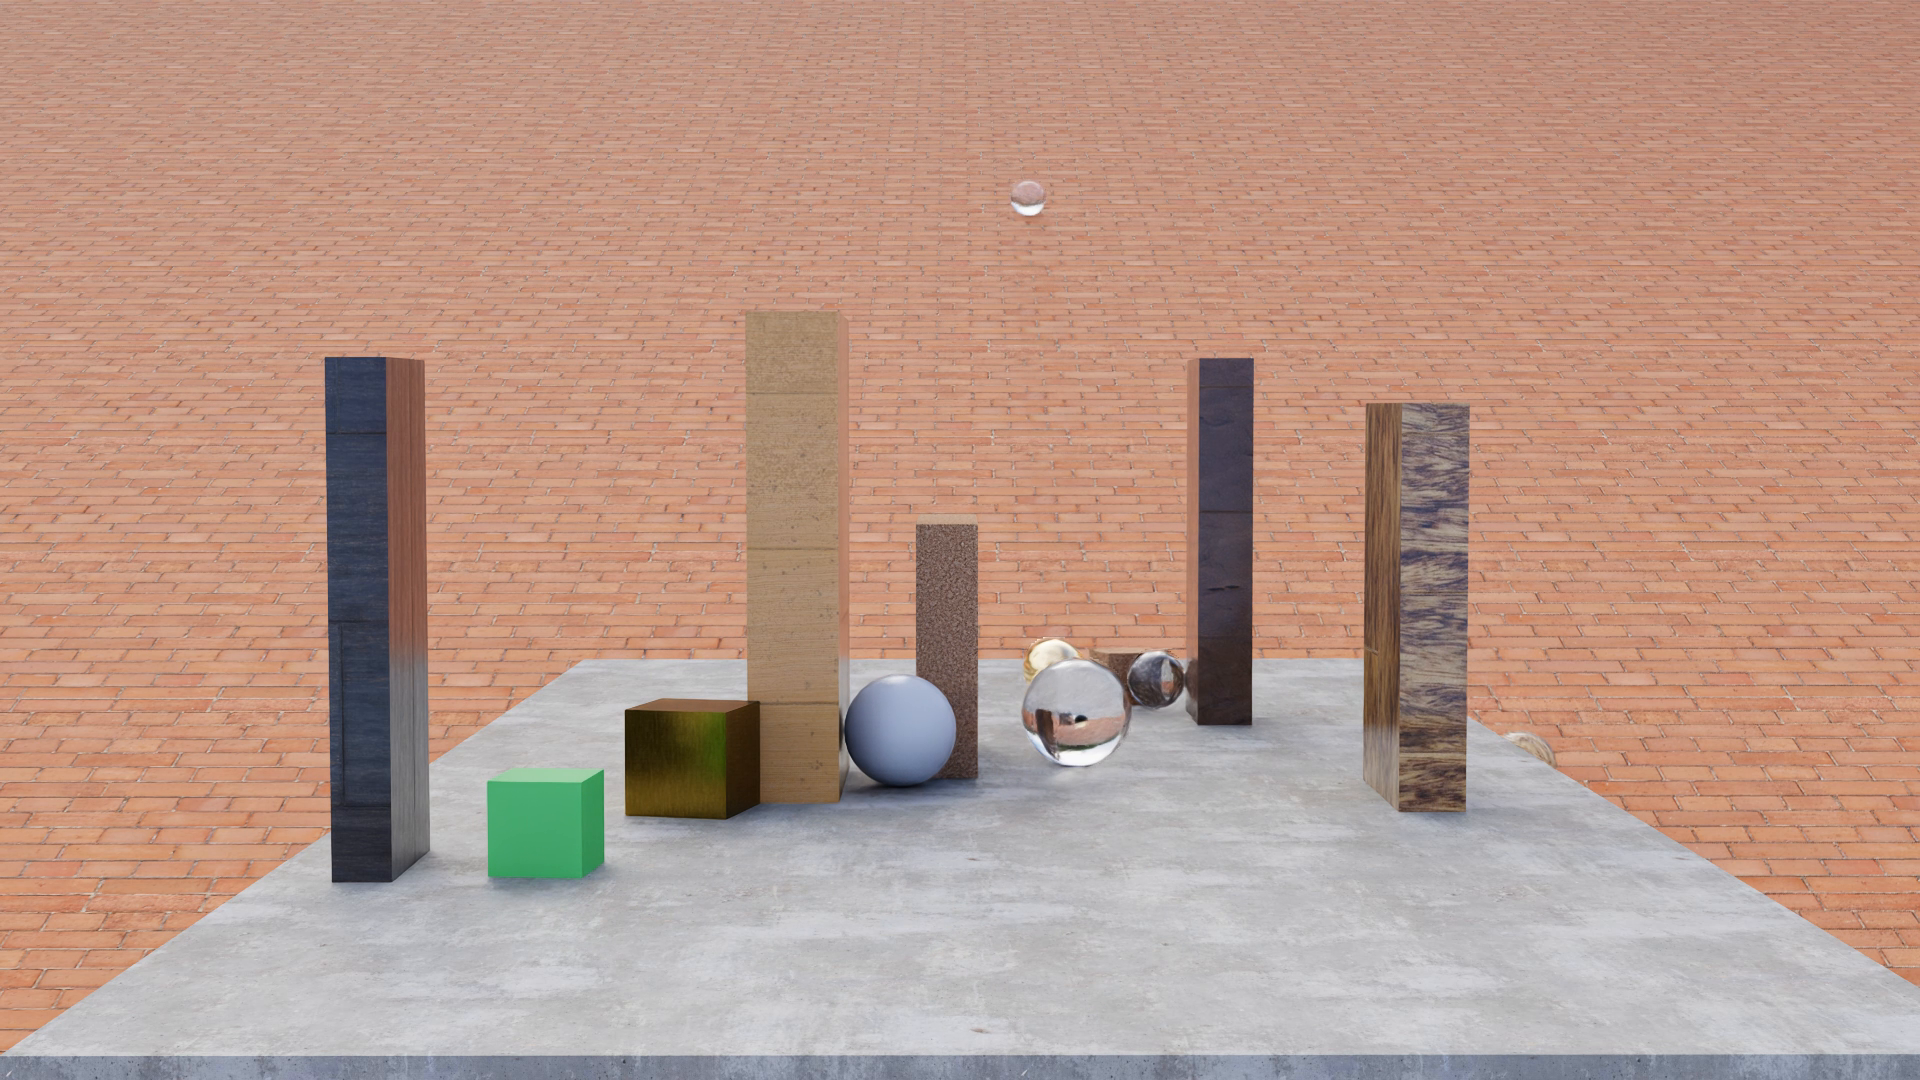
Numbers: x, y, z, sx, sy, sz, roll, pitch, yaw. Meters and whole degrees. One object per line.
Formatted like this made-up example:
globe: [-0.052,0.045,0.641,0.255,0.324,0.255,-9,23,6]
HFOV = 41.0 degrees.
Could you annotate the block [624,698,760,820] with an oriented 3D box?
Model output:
block: [-0.423,0.345,4.078,0.167,0.167,0.167,1,3,14]

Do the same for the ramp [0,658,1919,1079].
ramp: [0.050,0.455,4.532,2.000,0.100,4.000,0,3,0]

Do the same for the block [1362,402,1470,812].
block: [0.744,0.098,4.214,0.106,0.644,0.356,0,3,0]

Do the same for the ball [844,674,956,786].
ball: [-0.100,0.320,4.329,0.190,0.190,0.190,0,22,0]

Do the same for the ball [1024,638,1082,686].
ball: [0.205,0.282,5.604,0.134,0.134,0.134,0,22,0]

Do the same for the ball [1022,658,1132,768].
ball: [0.206,0.306,4.560,0.194,0.194,0.194,0,22,0]

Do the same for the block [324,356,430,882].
block: [-0.805,0.102,3.564,0.081,0.705,0.251,0,3,0]

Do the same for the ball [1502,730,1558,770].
ball: [1.307,0.527,5.993,0.166,0.166,0.166,0,22,0]

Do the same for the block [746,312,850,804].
block: [-0.269,0.019,4.341,0.147,0.791,0.426,0,3,0]

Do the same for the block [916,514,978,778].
block: [-0.023,0.181,4.619,0.107,0.438,0.410,0,3,0]

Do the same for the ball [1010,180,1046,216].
ball: [0.293,-1.467,11.038,0.149,0.149,0.149,0,22,0]

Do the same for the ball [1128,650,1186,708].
ball: [0.416,0.296,5.442,0.122,0.122,0.122,0,22,0]

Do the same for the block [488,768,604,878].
block: [-0.571,0.390,3.555,0.131,0.131,0.131,0,3,6]

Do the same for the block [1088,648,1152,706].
block: [0.352,0.295,5.545,0.114,0.114,0.114,-1,3,-18]

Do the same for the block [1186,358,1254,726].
block: [0.531,-0.002,5.275,0.109,0.735,0.263,0,3,0]
